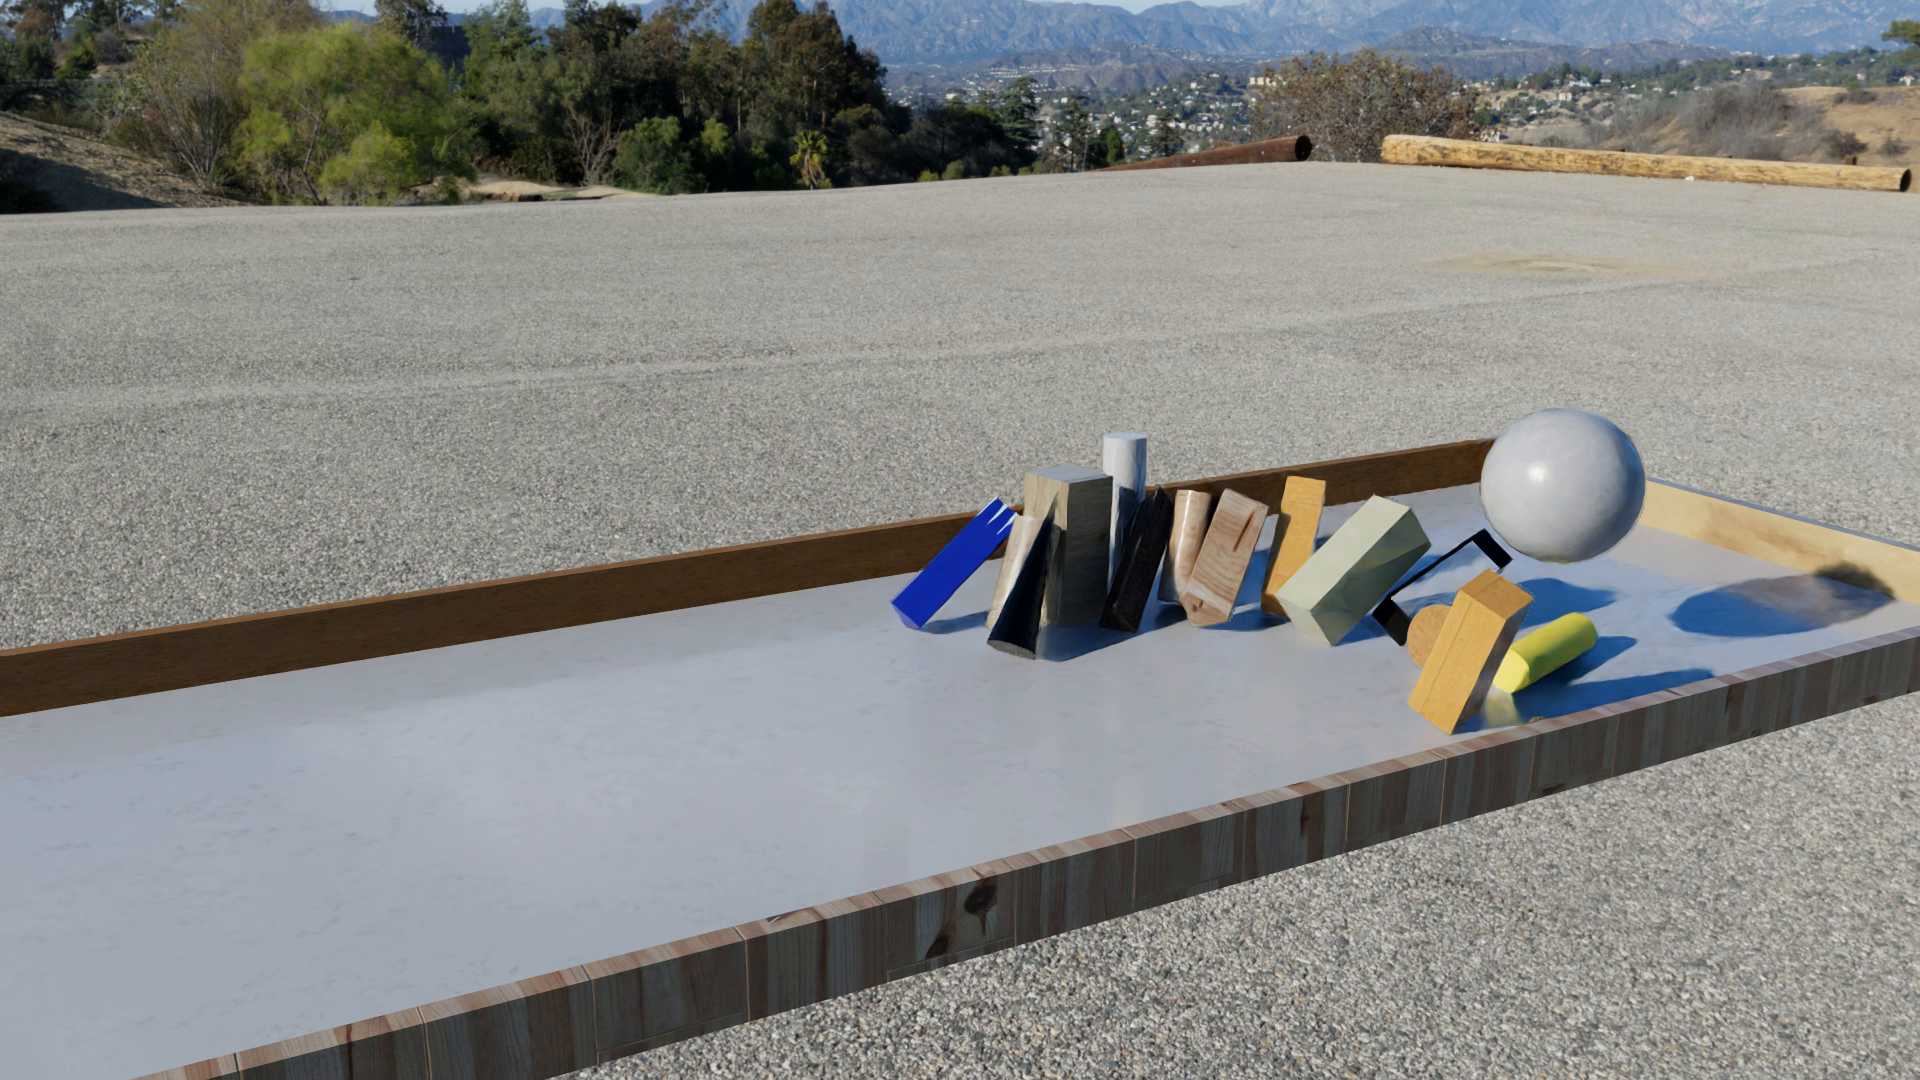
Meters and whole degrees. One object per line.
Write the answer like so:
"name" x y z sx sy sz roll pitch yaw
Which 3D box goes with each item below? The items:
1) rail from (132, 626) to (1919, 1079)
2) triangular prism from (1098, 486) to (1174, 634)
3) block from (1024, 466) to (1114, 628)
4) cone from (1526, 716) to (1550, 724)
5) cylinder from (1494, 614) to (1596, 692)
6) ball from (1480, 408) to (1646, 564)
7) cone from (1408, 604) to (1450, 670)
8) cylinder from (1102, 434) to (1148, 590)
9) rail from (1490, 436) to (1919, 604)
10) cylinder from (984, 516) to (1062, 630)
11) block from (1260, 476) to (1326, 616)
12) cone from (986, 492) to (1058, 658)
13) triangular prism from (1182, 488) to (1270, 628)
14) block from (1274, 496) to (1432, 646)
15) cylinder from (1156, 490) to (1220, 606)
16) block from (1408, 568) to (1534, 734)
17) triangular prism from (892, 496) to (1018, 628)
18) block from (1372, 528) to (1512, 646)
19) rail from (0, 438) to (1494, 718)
"rail" -2.336 1.006 1.665 12.000 0.150 0.050 -9 18 -27
"triangular prism" 0.498 0.046 4.600 0.106 0.092 0.457 10 52 18
"block" 0.295 0.014 4.581 0.171 0.403 0.171 -11 19 -39
"cone" 1.435 0.461 3.680 0.348 0.122 0.122 5 14 -20
"cylinder" 1.484 0.284 4.196 0.109 0.109 0.387 15 22 42
"ball" 1.491 -0.135 4.088 0.387 0.387 0.387 0 16 0
"cone" 1.327 0.266 4.299 0.304 0.176 0.176 7 8 -42
"cylinder" 0.479 -0.083 4.832 0.126 0.445 0.126 0 12 0
"rail" 2.466 -0.048 5.253 0.050 0.150 2.100 -9 18 -27
"cylinder" 0.170 0.101 4.416 0.131 0.310 0.131 15 -7 2
"block" 0.944 0.018 4.668 0.109 0.109 0.399 10 60 15
"cone" 0.197 0.073 4.321 0.130 0.454 0.130 16 -16 5
"triangular prism" 0.711 0.041 4.547 0.135 0.117 0.385 -18 40 52
"block" 1.060 0.081 4.444 0.399 0.147 0.147 -43 30 -10
"cylinder" 0.646 0.025 4.664 0.125 0.318 0.125 11 -2 0
"block" 1.161 0.257 3.762 0.121 0.371 0.121 -28 53 -36
"triangular prism" -0.015 0.058 4.539 0.428 0.092 0.106 -46 14 -18
"block" 1.297 0.126 4.435 0.383 0.115 0.115 -30 70 -25
"rail" -3.305 0.497 3.399 12.000 0.150 0.050 -9 18 -27
